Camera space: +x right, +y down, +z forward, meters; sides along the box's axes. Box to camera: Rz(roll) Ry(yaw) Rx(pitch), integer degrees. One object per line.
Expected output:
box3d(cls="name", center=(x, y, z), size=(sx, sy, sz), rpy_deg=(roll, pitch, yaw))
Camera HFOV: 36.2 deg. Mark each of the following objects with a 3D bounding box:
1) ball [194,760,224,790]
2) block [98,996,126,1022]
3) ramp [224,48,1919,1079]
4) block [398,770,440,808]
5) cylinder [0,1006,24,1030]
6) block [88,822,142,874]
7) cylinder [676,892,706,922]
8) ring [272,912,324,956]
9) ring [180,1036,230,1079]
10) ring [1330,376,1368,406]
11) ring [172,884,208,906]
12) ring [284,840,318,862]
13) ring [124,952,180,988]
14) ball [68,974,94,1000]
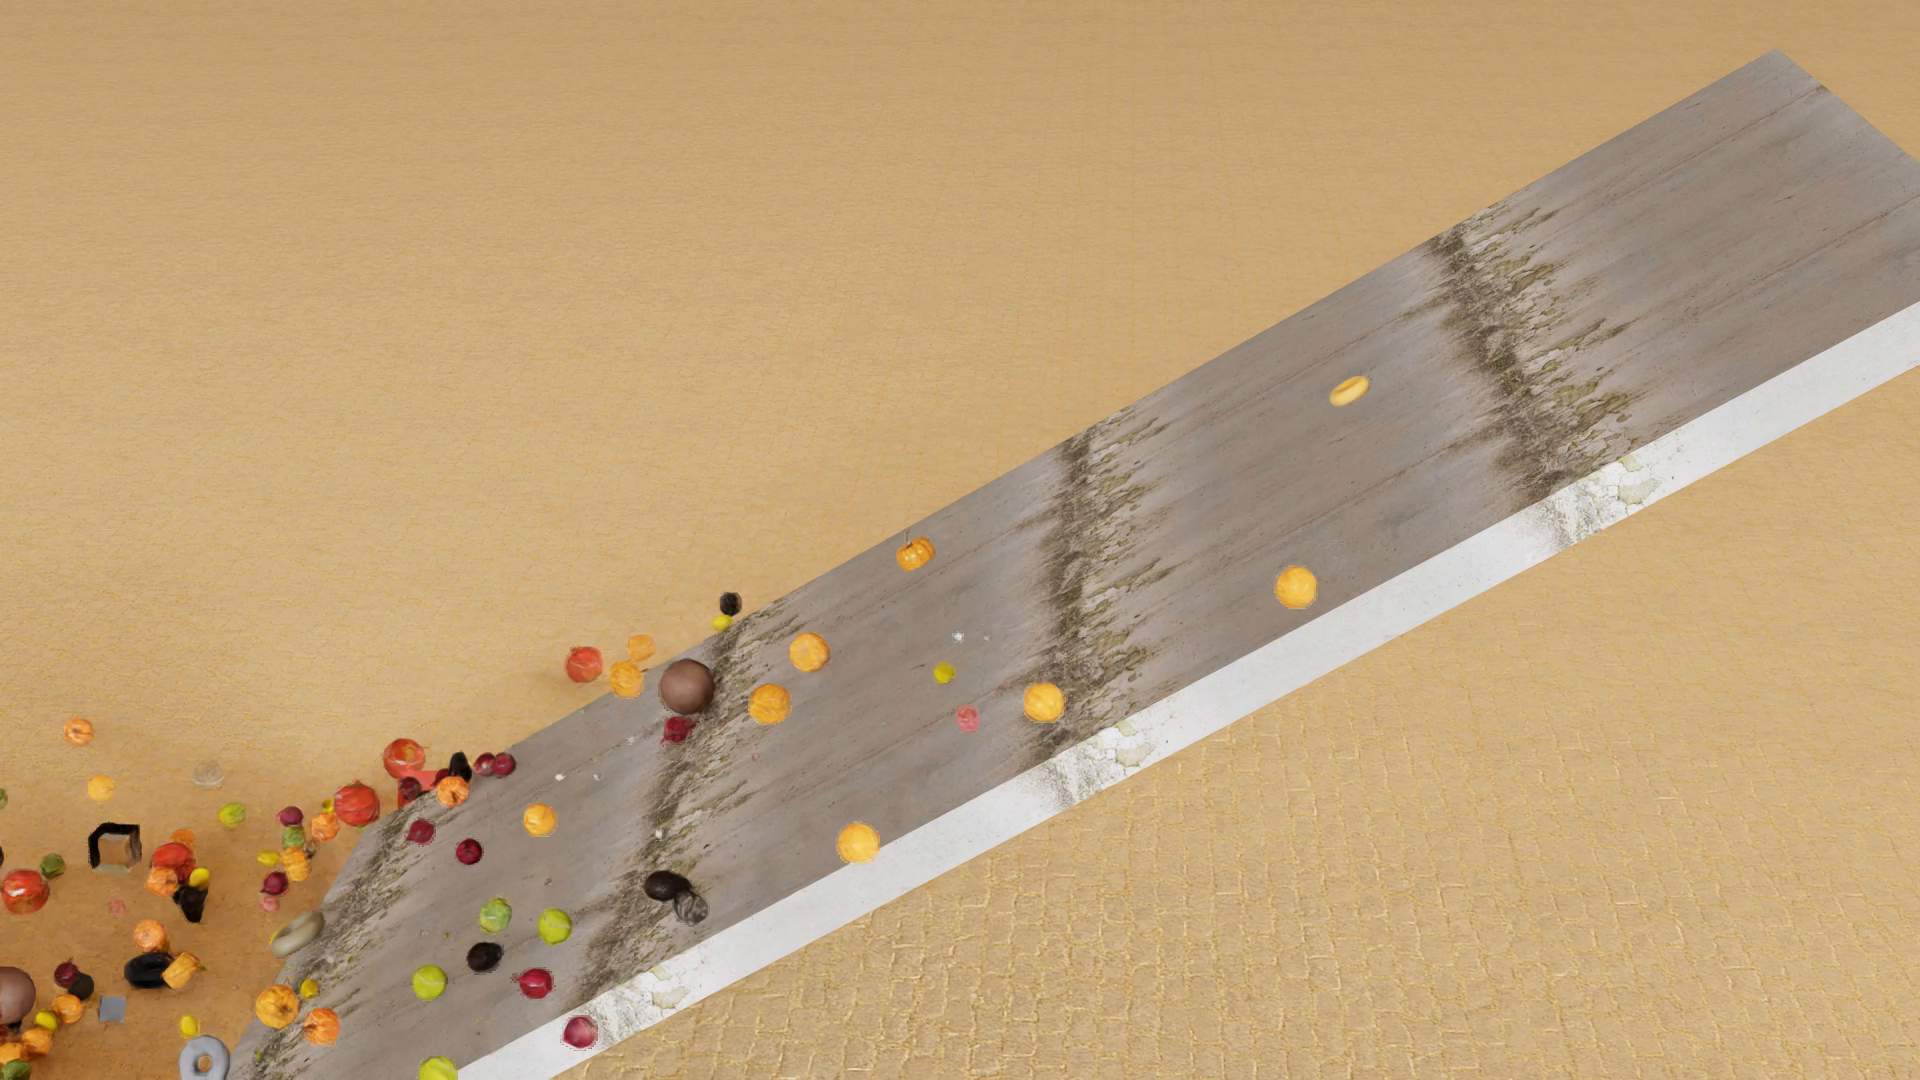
box3d(cls="ball", center=(-2.061, 0.645, 8.070), size=(0.081, 0.081, 0.081), rpy_deg=(0, 19, 0))
box3d(cls="block", center=(-1.958, 1.082, 6.792), size=(0.054, 0.054, 0.054), rpy_deg=(8, -10, -17))
box3d(cls="ramp", center=(0.142, 0.168, 6.286), size=(4.000, 0.100, 2.000), rpy_deg=(-29, 15, 12))
box3d(cls="block", center=(-1.466, 0.679, 7.964), size=(0.085, 0.085, 0.085), rpy_deg=(4, 19, 11))
box3d(cls="cylinder", center=(-2.199, 1.101, 6.785), size=(0.052, 0.052, 0.052), rpy_deg=(5, 20, 14))
box3d(cls="block", center=(-2.183, 0.798, 7.601), size=(0.097, 0.097, 0.097), rpy_deg=(3, 19, 8))
box3d(cls="cylinder", center=(-0.511, 0.696, 5.575), size=(0.054, 0.054, 0.054), rpy_deg=(-3, -6, -9))
box3d(cls="ring", center=(-1.572, 0.935, 6.989), size=(0.140, 0.047, 0.140), rpy_deg=(-31, 16, 10))
box3d(cls="ring", center=(-1.572, 1.088, 6.120), size=(0.114, 0.114, 0.038), rpy_deg=(5, -12, 15))
box3d(cls="ring", center=(0.822, -0.314, 6.213), size=(0.092, 0.031, 0.092), rpy_deg=(-31, 14, 9))
box3d(cls="ring", center=(-1.941, 0.894, 7.416), size=(0.087, 0.029, 0.087), rpy_deg=(-7, 19, 3))
box3d(cls="ring", center=(-1.718, 0.811, 7.664), size=(0.087, 0.029, 0.087), rpy_deg=(1, 23, -1))
box3d(cls="ring", center=(-1.930, 1.026, 7.020), size=(0.131, 0.044, 0.131), rpy_deg=(1, 20, 0))
box3d(cls="ball", center=(-2.067, 1.051, 6.917), size=(0.062, 0.062, 0.062), rpy_deg=(0, 19, 0))
